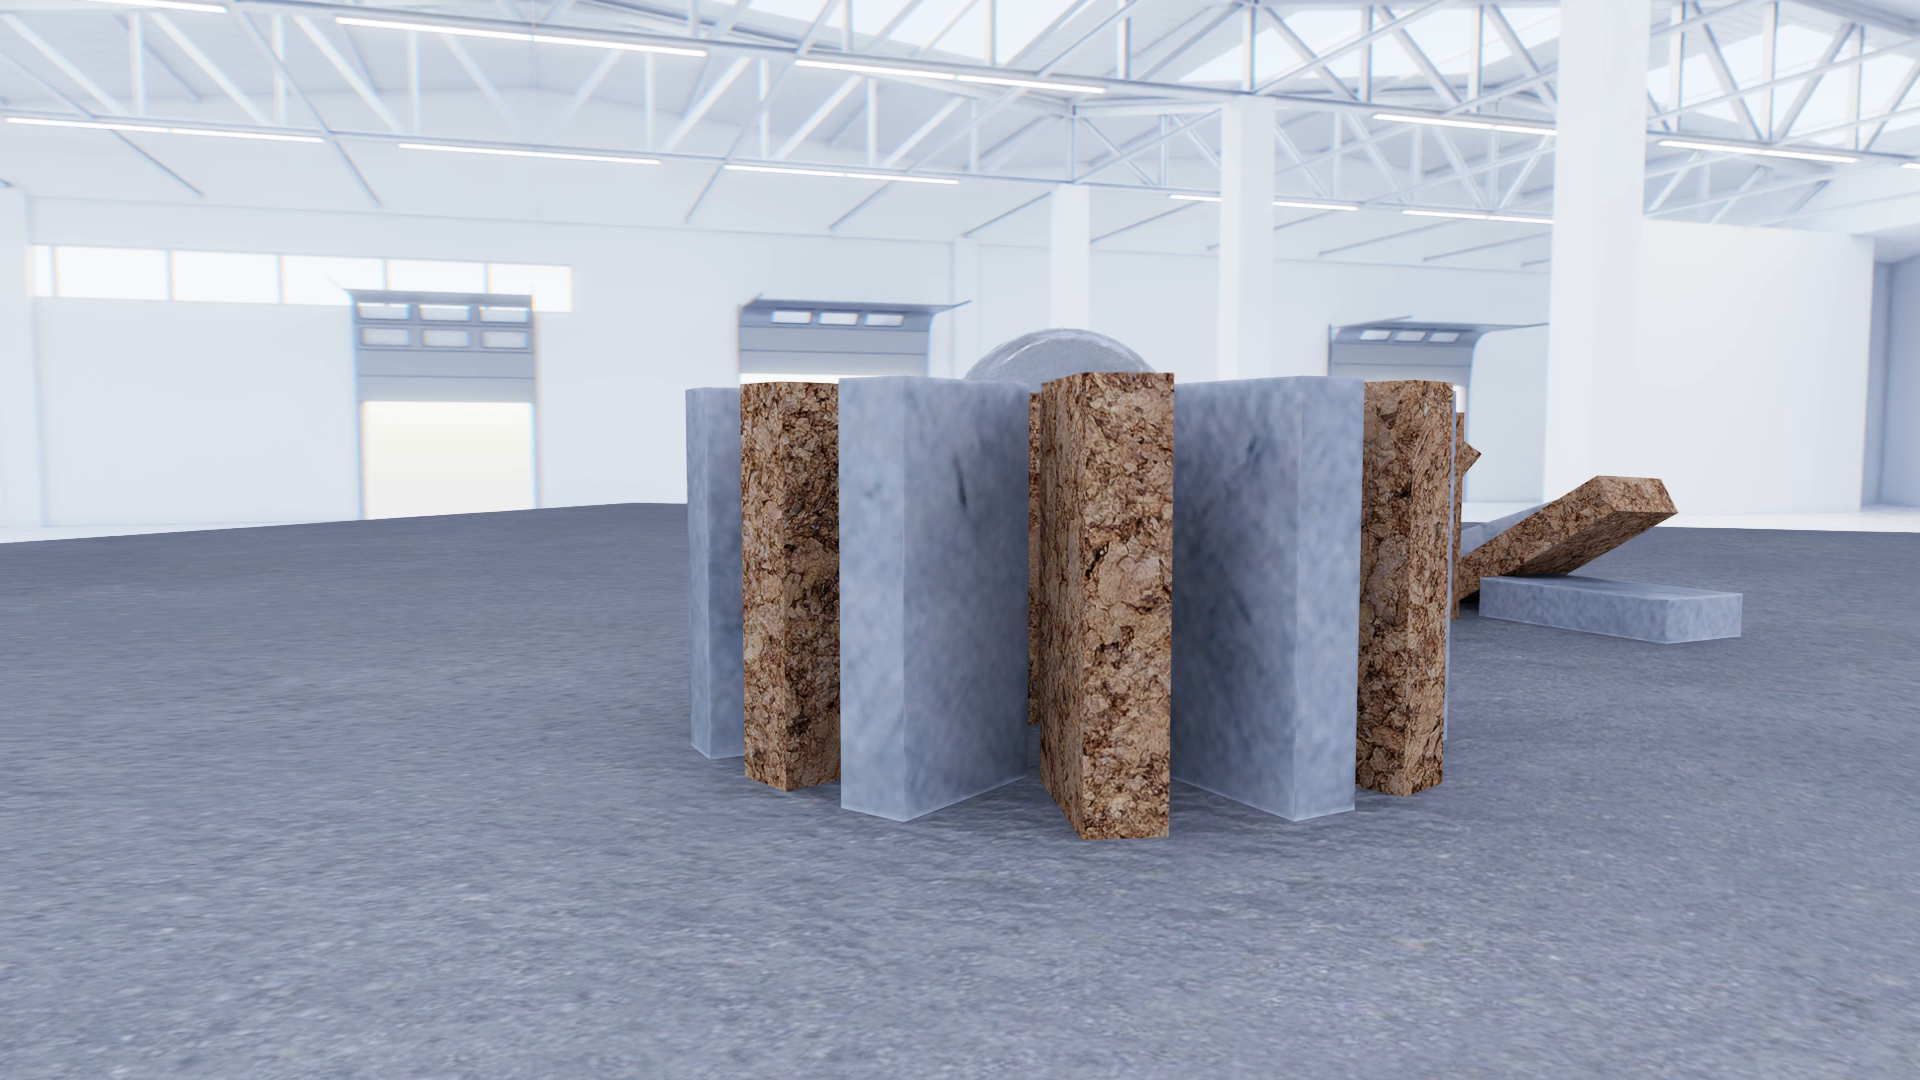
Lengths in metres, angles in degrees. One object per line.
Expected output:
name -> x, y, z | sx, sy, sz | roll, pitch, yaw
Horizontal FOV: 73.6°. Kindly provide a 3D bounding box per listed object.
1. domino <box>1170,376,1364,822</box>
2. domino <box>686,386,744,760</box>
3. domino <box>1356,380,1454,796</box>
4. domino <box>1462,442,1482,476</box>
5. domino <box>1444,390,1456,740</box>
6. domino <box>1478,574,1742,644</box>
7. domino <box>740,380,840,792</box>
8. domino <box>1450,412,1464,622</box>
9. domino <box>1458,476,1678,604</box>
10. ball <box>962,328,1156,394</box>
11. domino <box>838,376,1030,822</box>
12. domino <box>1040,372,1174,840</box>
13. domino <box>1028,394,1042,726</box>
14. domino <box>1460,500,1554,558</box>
domino -> 0.036, 0.006, 0.156 | 0.009, 0.050, 0.025 | -2, 5, -29
domino -> -0.025, 0.004, 0.181 | 0.025, 0.050, 0.010 | -2, 5, -27
domino -> 0.049, 0.005, 0.165 | 0.010, 0.050, 0.025 | -4, 6, -42
domino -> 0.123, -0.007, 0.354 | 0.010, 0.050, 0.025 | 41, 17, 15
domino -> 0.057, 0.004, 0.186 | 0.025, 0.050, 0.010 | 0, 4, -6
domino -> 0.151, 0.015, 0.301 | 0.025, 0.009, 0.050 | -2, 5, -26
domino -> -0.015, 0.005, 0.167 | 0.025, 0.050, 0.009 | -4, 6, -41
domino -> 0.109, -0.006, 0.315 | 0.025, 0.050, 0.010 | 3, 5, 36
domino -> 0.149, 0.001, 0.322 | 0.025, 0.010, 0.050 | 1, -28, -30
ball -> 0.033, -0.029, 0.419 | 0.080, 0.080, 0.080 | 0, 4, 0
domino -> -0.003, 0.006, 0.155 | 0.009, 0.050, 0.025 | 3, 5, 37
domino -> 0.016, 0.006, 0.149 | 0.010, 0.050, 0.025 | -1, 4, -7
domino -> 0.000, 0.003, 0.199 | 0.025, 0.050, 0.010 | 1, 4, 11
domino -> 0.145, 0.001, 0.350 | 0.050, 0.010, 0.025 | -20, -11, 12
